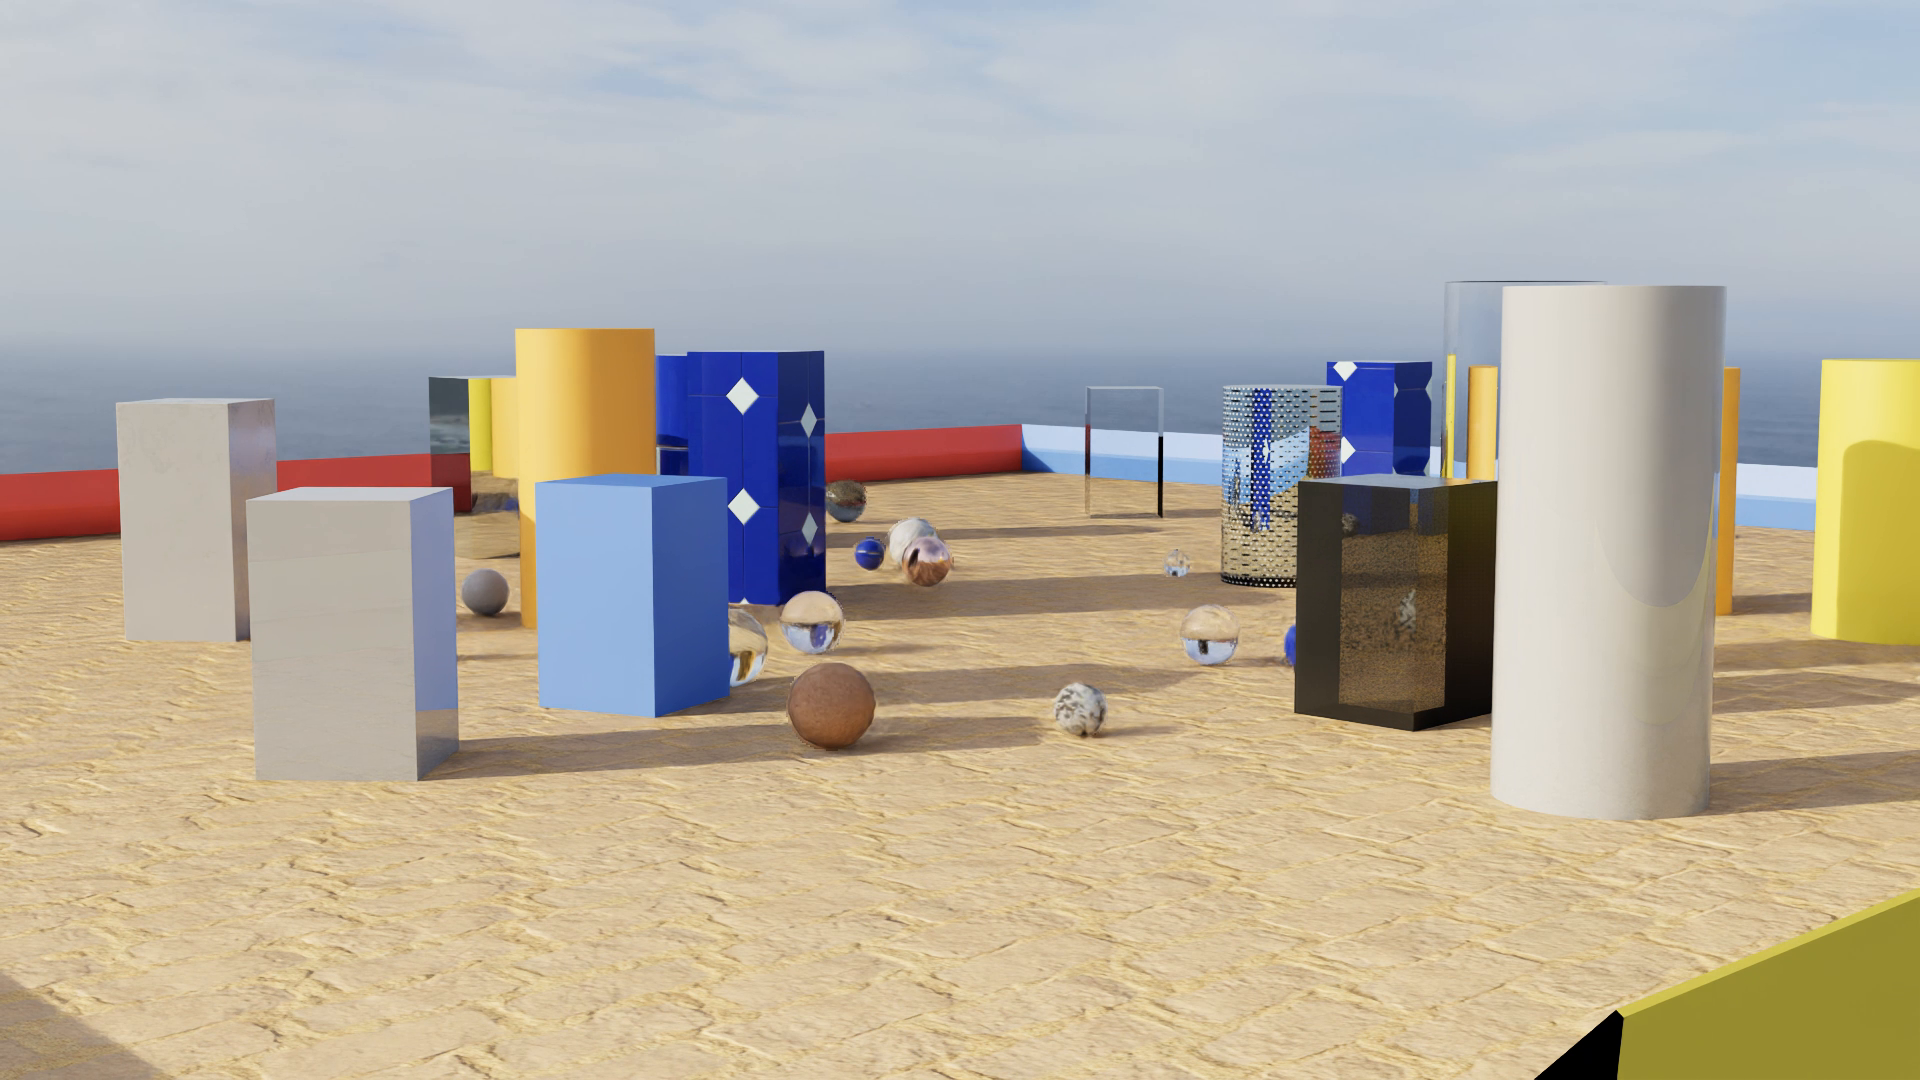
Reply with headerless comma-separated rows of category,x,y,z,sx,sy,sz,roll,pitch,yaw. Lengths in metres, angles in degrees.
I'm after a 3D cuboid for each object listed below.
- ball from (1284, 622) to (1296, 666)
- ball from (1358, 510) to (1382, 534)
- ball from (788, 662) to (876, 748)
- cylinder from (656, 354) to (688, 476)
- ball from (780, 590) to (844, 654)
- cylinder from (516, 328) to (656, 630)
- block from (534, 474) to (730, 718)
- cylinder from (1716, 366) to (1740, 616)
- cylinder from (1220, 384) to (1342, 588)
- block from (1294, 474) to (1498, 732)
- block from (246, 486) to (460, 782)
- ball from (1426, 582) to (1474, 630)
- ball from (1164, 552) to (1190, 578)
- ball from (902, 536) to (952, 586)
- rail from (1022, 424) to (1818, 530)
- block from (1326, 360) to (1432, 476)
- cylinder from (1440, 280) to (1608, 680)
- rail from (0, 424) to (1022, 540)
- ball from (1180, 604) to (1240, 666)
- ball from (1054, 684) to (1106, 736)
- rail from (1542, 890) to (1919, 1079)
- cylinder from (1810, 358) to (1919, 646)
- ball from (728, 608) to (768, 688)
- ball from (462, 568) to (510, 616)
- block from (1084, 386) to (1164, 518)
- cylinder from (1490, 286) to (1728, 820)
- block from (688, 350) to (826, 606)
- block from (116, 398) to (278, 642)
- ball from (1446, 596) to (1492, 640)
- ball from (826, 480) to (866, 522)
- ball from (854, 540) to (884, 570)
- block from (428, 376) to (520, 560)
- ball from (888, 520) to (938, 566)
ball,0.432,0.128,2.691,0.071,0.071,0.071,0,6,0
ball,0.811,-0.034,4.355,0.047,0.047,0.047,0,6,0
ball,-0.130,0.168,2.233,0.088,0.088,0.088,0,6,0
cylinder,-0.484,-0.175,4.204,0.193,0.358,0.193,0,6,0
ball,-0.191,0.106,2.847,0.082,0.082,0.082,0,6,0
cylinder,-0.527,-0.090,3.115,0.193,0.417,0.193,0,6,0
block,-0.370,0.058,2.494,0.155,0.253,0.155,3,7,26
cylinder,1.050,-0.076,3.262,0.193,0.359,0.193,0,6,0
cylinder,0.526,-0.092,3.599,0.193,0.319,0.193,0,6,0
block,0.479,0.063,2.419,0.155,0.258,0.155,6,8,45
block,-0.588,0.087,2.145,0.155,0.267,0.155,0,6,2
ball,0.683,0.092,3.052,0.068,0.068,0.068,0,6,0
ball,0.361,0.041,3.657,0.043,0.043,0.043,0,6,0
ball,-0.054,0.034,3.543,0.080,0.080,0.080,0,6,0
rail,1.458,-0.108,4.670,0.045,0.126,3.847,-6,8,-42
block,0.853,-0.195,4.487,0.155,0.338,0.155,5,8,40
cylinder,0.690,-0.078,2.710,0.193,0.477,0.193,0,6,0
rail,-1.288,-0.113,4.721,4.015,0.126,0.045,-6,8,-42
ball,0.313,0.119,2.756,0.076,0.076,0.076,0,6,0
ball,0.125,0.177,2.301,0.055,0.055,0.055,0,6,0
rail,1.288,0.179,1.944,4.015,0.126,0.045,-6,8,-42
cylinder,1.272,-0.057,3.000,0.193,0.375,0.193,0,6,0
ball,-0.274,0.127,2.593,0.095,0.095,0.095,0,6,0
ball,-0.690,0.076,3.200,0.069,0.069,0.069,0,6,0
block,0.353,-0.191,4.746,0.155,0.276,0.155,0,6,-1
cylinder,0.585,0.004,1.993,0.193,0.464,0.193,0,6,0
block,-0.312,-0.101,3.391,0.155,0.380,0.155,3,7,23
block,-1.041,-0.031,3.018,0.155,0.320,0.155,1,6,5
ball,0.686,0.105,2.963,0.060,0.060,0.060,0,6,0
ball,-0.240,-0.082,4.604,0.089,0.089,0.089,0,6,0
ball,-0.155,0.025,3.764,0.052,0.052,0.052,0,6,0
block,-0.858,-0.136,4.008,0.155,0.322,0.155,-5,8,-40
ball,-0.078,0.008,3.765,0.087,0.087,0.087,0,6,0
